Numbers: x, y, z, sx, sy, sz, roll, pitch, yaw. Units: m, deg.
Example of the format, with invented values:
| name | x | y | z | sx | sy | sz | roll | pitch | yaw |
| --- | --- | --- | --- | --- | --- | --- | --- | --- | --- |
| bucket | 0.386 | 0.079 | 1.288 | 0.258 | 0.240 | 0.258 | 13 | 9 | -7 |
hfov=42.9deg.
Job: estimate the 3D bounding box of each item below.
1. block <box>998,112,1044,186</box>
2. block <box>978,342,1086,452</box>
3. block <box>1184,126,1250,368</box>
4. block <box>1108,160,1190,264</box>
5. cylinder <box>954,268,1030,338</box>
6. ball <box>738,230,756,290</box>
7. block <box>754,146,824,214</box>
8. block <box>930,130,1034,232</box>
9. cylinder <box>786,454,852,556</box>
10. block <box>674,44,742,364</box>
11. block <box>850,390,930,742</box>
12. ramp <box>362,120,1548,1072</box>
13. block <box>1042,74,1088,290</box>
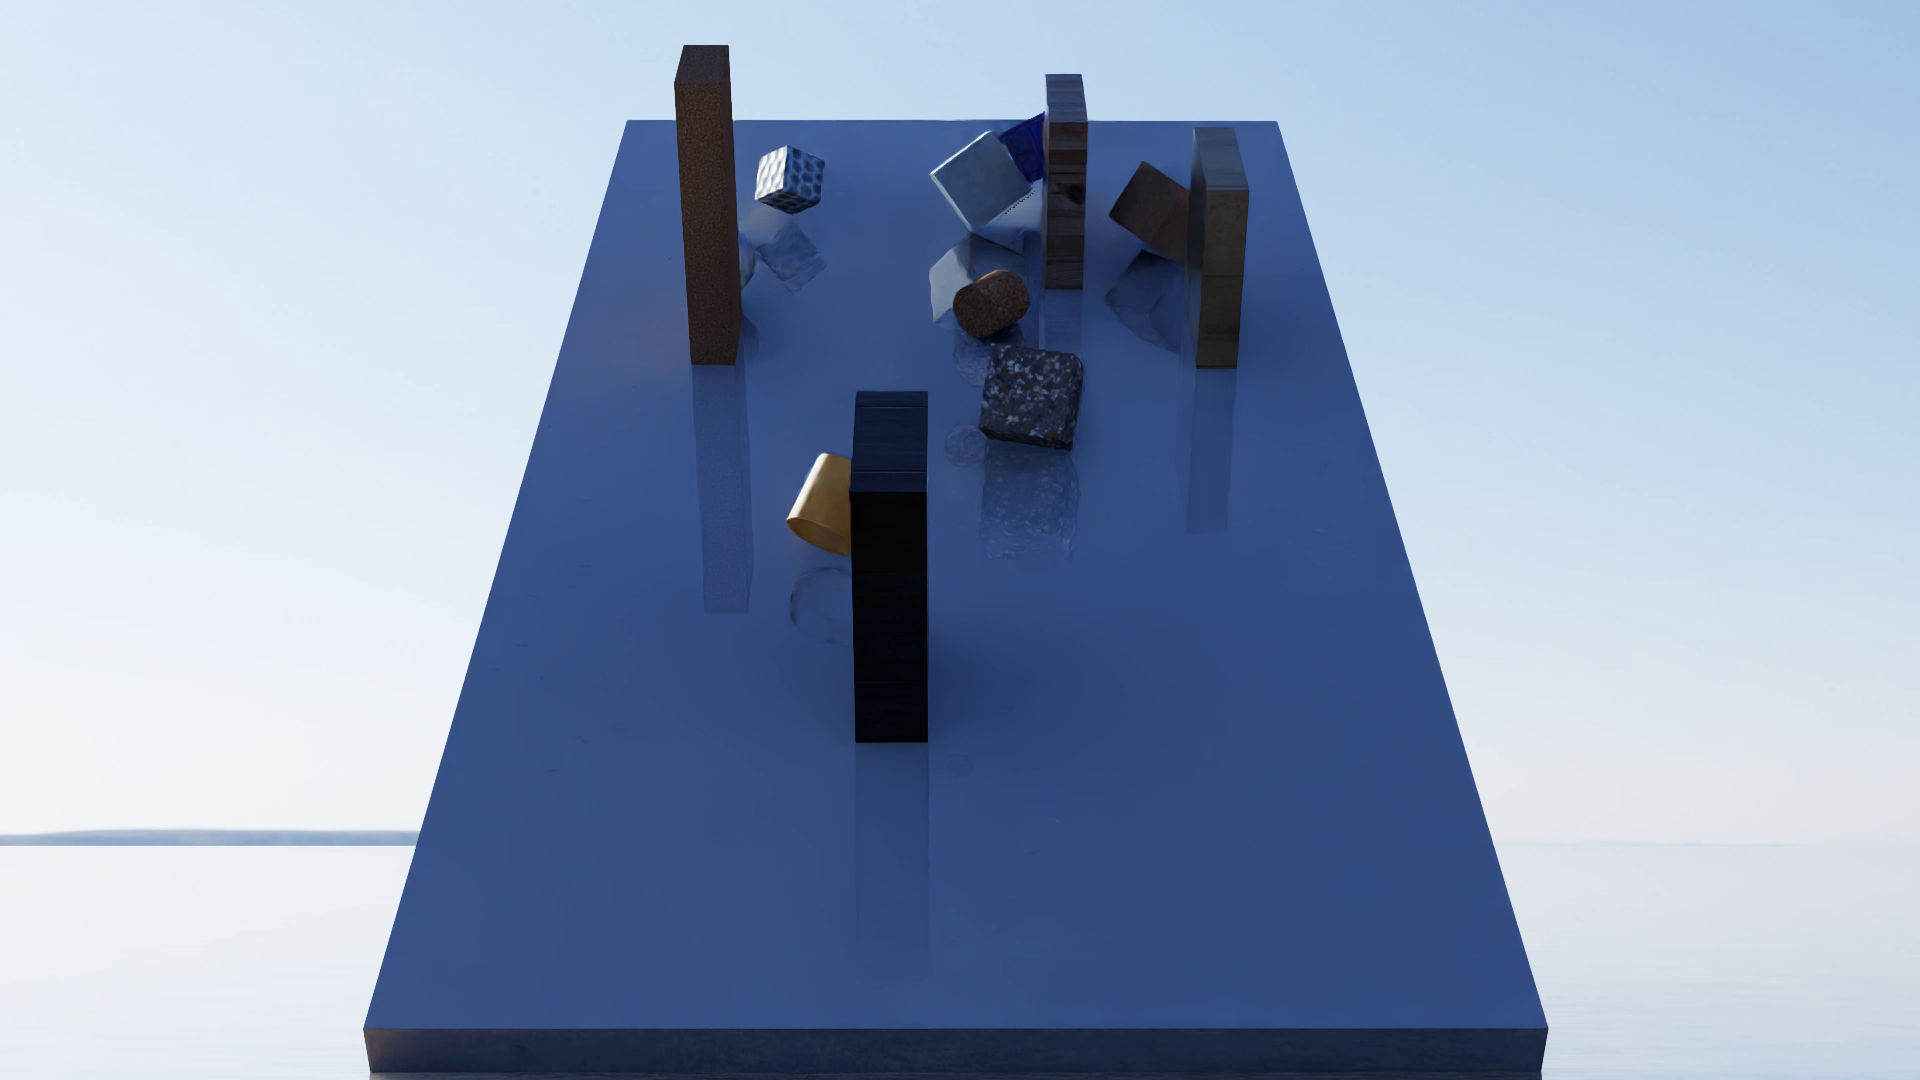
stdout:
| name | x | y | z | sx | sy | sz | roll | pitch | yaw |
| --- | --- | --- | --- | --- | --- | --- | --- | --- | --- |
| block | 0.217 | -1.092 | 6.840 | 0.159 | 0.159 | 0.159 | -26 | 4 | 2 |
| block | 0.168 | -0.332 | 5.695 | 0.198 | 0.198 | 0.198 | 9 | -4 | 10 |
| block | 0.645 | -0.741 | 6.180 | 0.101 | 0.485 | 0.395 | 0 | 32 | 0 |
| block | 0.552 | -0.885 | 6.618 | 0.176 | 0.176 | 0.176 | 21 | 16 | -50 |
| cylinder | 0.081 | -0.609 | 6.291 | 0.140 | 0.140 | 0.140 | -7 | 19 | 46 |
| ball | -0.625 | -0.730 | 6.377 | 0.187 | 0.187 | 0.187 | 0 | -7 | 0 |
| block | -0.476 | -1.005 | 6.831 | 0.130 | 0.130 | 0.130 | 18 | -20 | -37 |
| block | 0.056 | -0.985 | 6.716 | 0.195 | 0.195 | 0.195 | -36 | 9 | 1 |
| cylinder | -0.270 | -0.076 | 5.313 | 0.161 | 0.161 | 0.161 | 23 | -18 | 8 |
| block | -0.620 | -0.825 | 6.059 | 0.111 | 0.747 | 0.254 | 0 | 32 | 0 |
| block | -0.134 | 0.052 | 4.817 | 0.142 | 0.574 | 0.389 | 0 | 32 | 0 |
| ramp | -0.015 | -0.191 | 5.846 | 2.000 | 0.100 | 4.000 | 0 | 32 | 0 |
| block | 0.277 | -0.959 | 6.537 | 0.099 | 0.475 | 0.339 | 0 | 32 | 0 |
